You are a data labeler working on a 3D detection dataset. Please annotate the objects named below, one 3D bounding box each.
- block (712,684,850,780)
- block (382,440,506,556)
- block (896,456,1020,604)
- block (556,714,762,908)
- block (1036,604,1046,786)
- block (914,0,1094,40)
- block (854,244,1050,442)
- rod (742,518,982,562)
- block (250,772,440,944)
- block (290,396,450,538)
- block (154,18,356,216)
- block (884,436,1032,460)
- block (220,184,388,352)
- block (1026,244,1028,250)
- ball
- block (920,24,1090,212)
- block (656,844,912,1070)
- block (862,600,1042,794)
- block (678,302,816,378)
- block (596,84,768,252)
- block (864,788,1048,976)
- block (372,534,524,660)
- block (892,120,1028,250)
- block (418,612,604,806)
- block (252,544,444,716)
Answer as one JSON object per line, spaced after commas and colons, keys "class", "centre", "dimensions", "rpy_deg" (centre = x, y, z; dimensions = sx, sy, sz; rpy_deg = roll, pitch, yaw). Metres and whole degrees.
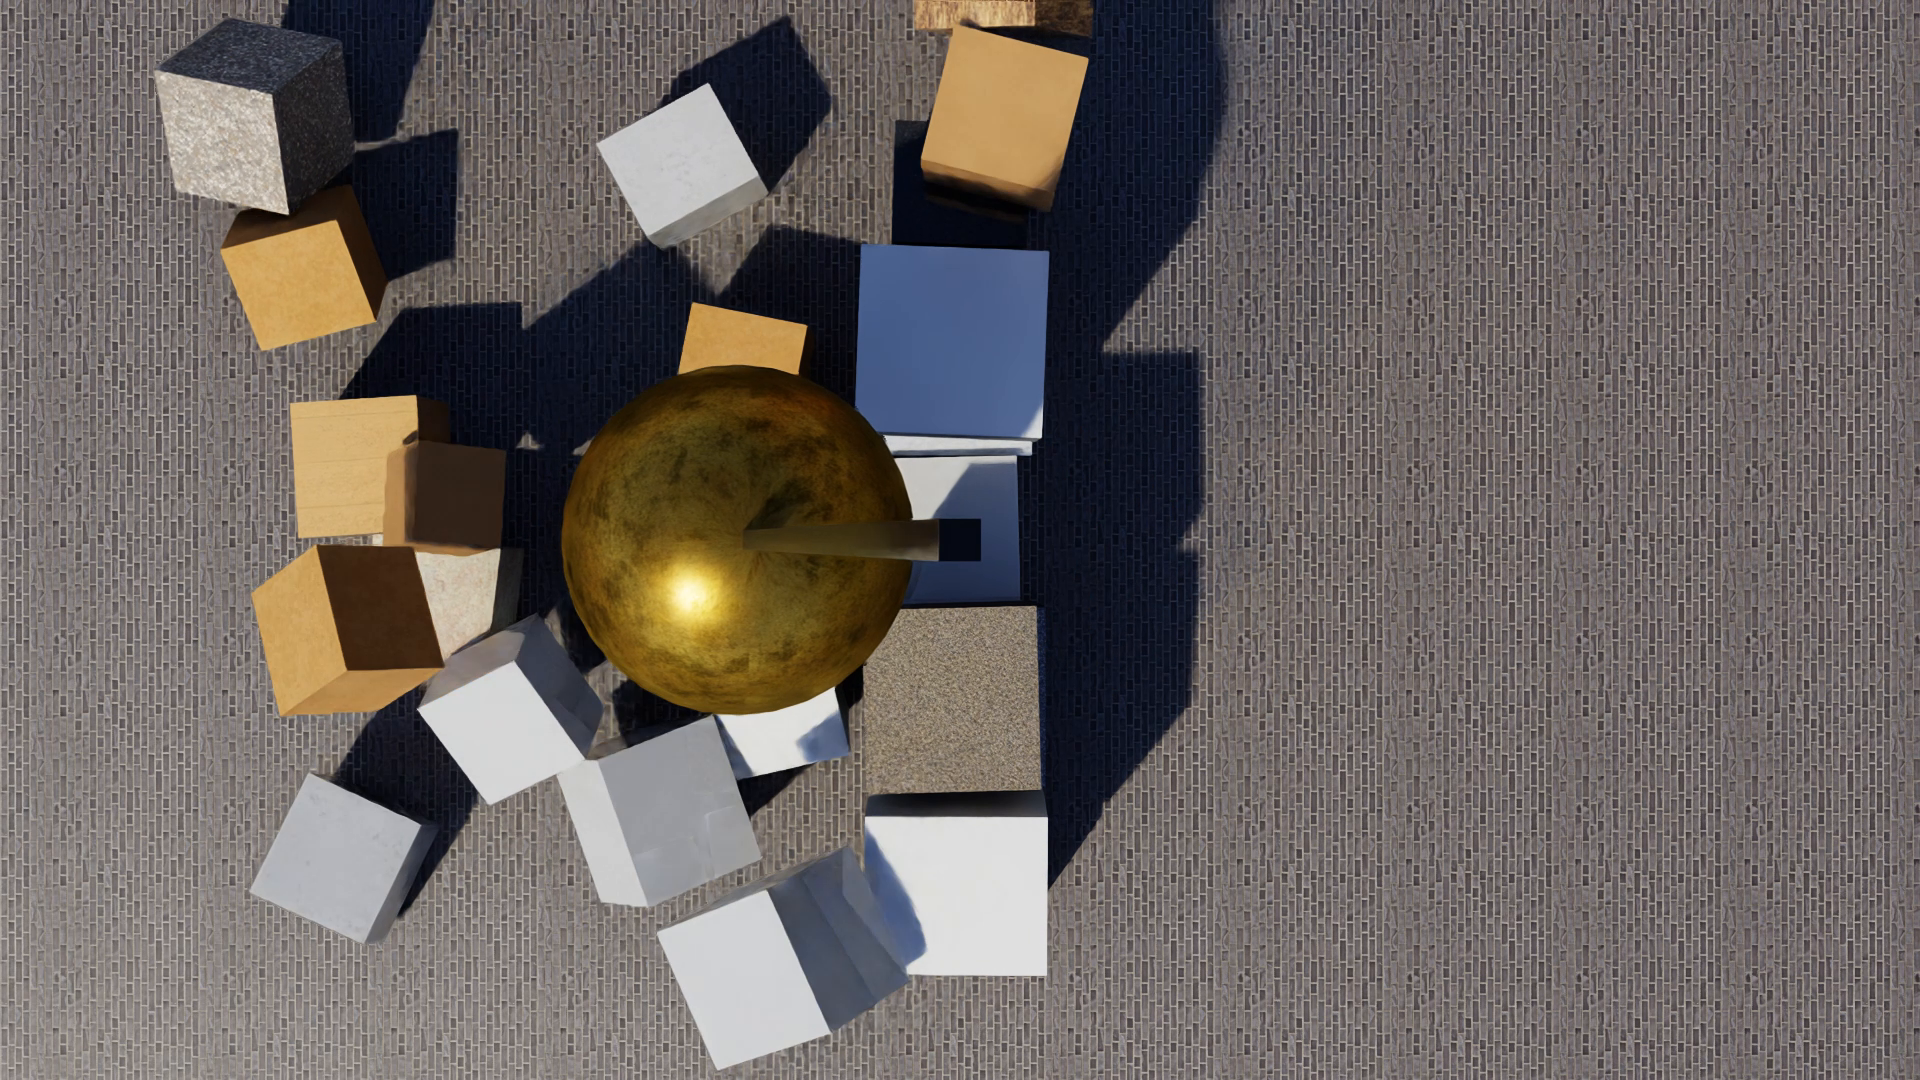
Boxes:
{"class": "block", "centre": [-1.051, 0.846, 12.558], "dimensions": [0.696, 0.705, 0.715], "rpy_deg": [-13, 107, 0]}
{"class": "block", "centre": [-2.815, -0.218, 11.984], "dimensions": [0.483, 0.556, 0.530], "rpy_deg": [6, 81, -31]}
{"class": "block", "centre": [-0.063, -0.048, 12.581], "dimensions": [0.776, 0.839, 0.820], "rpy_deg": [-1, 90, 0]}
{"class": "block", "centre": [-1.713, 1.519, 12.387], "dimensions": [0.709, 0.809, 0.849], "rpy_deg": [-20, 94, -28]}
{"class": "block", "centre": [-0.014, 0.868, 12.574], "dimensions": [0.973, 0.852, 0.991], "rpy_deg": [0, 90, 0]}
{"class": "block", "centre": [0.230, -2.873, 11.086], "dimensions": [0.673, 0.671, 0.628], "rpy_deg": [5, 99, 28]}
{"class": "block", "centre": [-0.043, -1.028, 11.716], "dimensions": [0.960, 0.986, 0.952], "rpy_deg": [2, 91, 0]}
{"class": "rod", "centre": [-0.435, 0.000, 6.659], "dimensions": [0.080, 5.200, 0.080], "rpy_deg": [0, 90, -10]}
{"class": "block", "centre": [-3.517, 1.823, 12.634], "dimensions": [0.701, 0.634, 0.727], "rpy_deg": [25, 82, 0]}
{"class": "block", "centre": [-3.353, -0.409, 12.619], "dimensions": [0.704, 0.761, 0.752], "rpy_deg": [-4, 90, 0]}
{"class": "block", "centre": [-3.963, -2.397, 12.421], "dimensions": [0.719, 0.734, 0.741], "rpy_deg": [13, 128, 12]}
{"class": "block", "centre": [-0.014, -0.926, 12.611], "dimensions": [0.828, 0.778, 0.911], "rpy_deg": [0, 90, 0]}
{"class": "block", "centre": [-3.735, -1.564, 12.572], "dimensions": [0.667, 0.632, 0.629], "rpy_deg": [-15, 118, 0]}
{"class": "block", "centre": [0.004, -1.812, 12.600], "dimensions": [0.750, 0.800, 0.841], "rpy_deg": [0, 90, 0]}
{"class": "ball", "centre": [-1.005, 0.000, 10.011], "dimensions": [1.600, 1.600, 1.600], "rpy_deg": [0, 90, 0]}
{"class": "block", "centre": [0.220, -2.115, 11.106], "dimensions": [0.681, 0.661, 0.681], "rpy_deg": [14, 90, 0]}
{"class": "block", "centre": [-0.896, 2.122, 11.198], "dimensions": [0.831, 0.686, 0.761], "rpy_deg": [-26, 87, 36]}
{"class": "block", "centre": [-0.044, 0.814, 11.663], "dimensions": [0.890, 0.969, 0.935], "rpy_deg": [-2, 90, 0]}
{"class": "block", "centre": [-1.238, -0.968, 12.665], "dimensions": [0.660, 0.671, 0.614], "rpy_deg": [11, 90, 0]}
{"class": "block", "centre": [-1.583, -2.132, 12.661], "dimensions": [0.718, 0.678, 0.592], "rpy_deg": [-29, 90, 0]}
{"class": "block", "centre": [-0.020, 1.788, 11.762], "dimensions": [0.940, 0.859, 0.837], "rpy_deg": [0, 97, 0]}
{"class": "block", "centre": [-2.973, 0.364, 12.659], "dimensions": [0.718, 0.681, 0.719], "rpy_deg": [7, 90, 0]}
{"class": "block", "centre": [0.006, -1.856, 11.819], "dimensions": [0.706, 0.763, 0.634], "rpy_deg": [2, 90, 0]}
{"class": "block", "centre": [-2.453, 0.926, 12.076], "dimensions": [0.636, 0.555, 0.684], "rpy_deg": [-26, 112, 15]}
{"class": "block", "centre": [-3.035, 0.447, 10.904], "dimensions": [0.591, 0.571, 0.655], "rpy_deg": [-30, 71, 35]}
